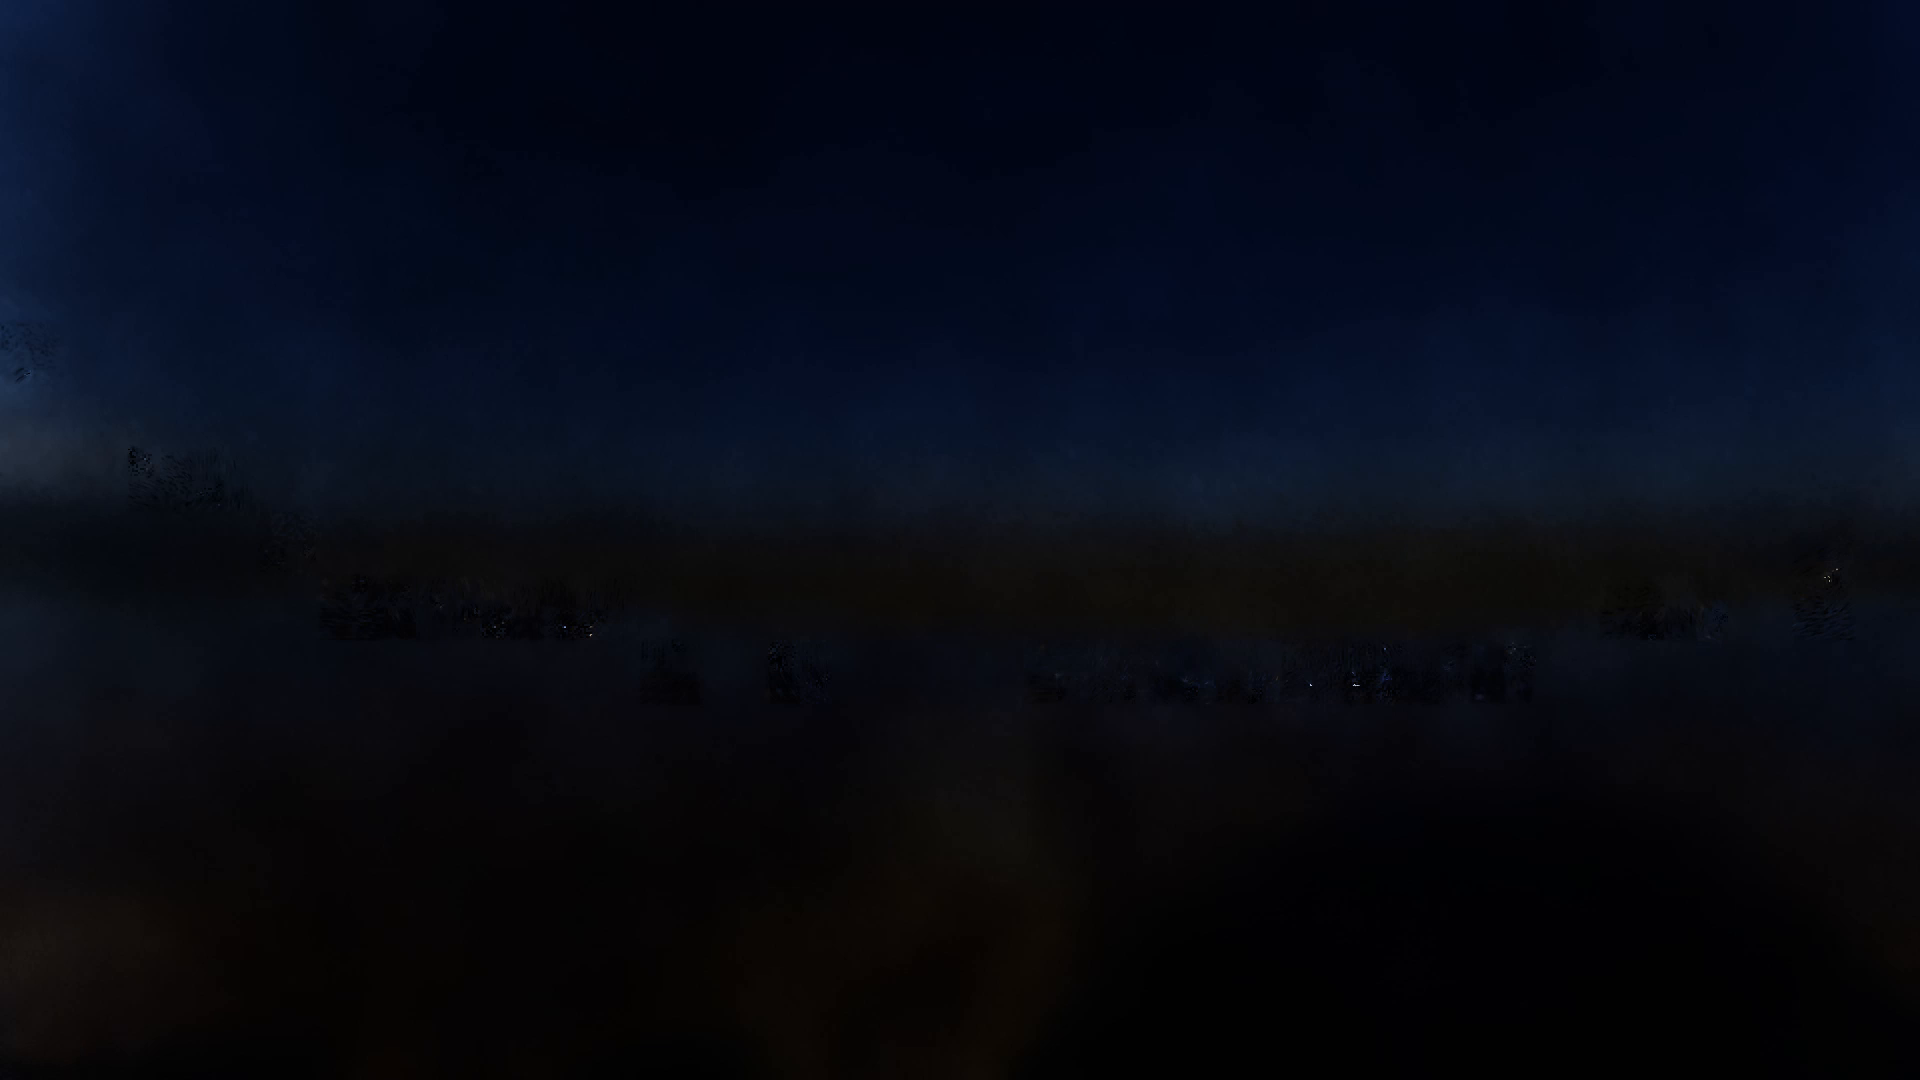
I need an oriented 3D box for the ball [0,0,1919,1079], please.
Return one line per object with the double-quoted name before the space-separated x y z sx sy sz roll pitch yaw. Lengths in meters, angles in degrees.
"ball" 0.001 -0.002 0.054 0.080 0.080 0.080 0 4 0
